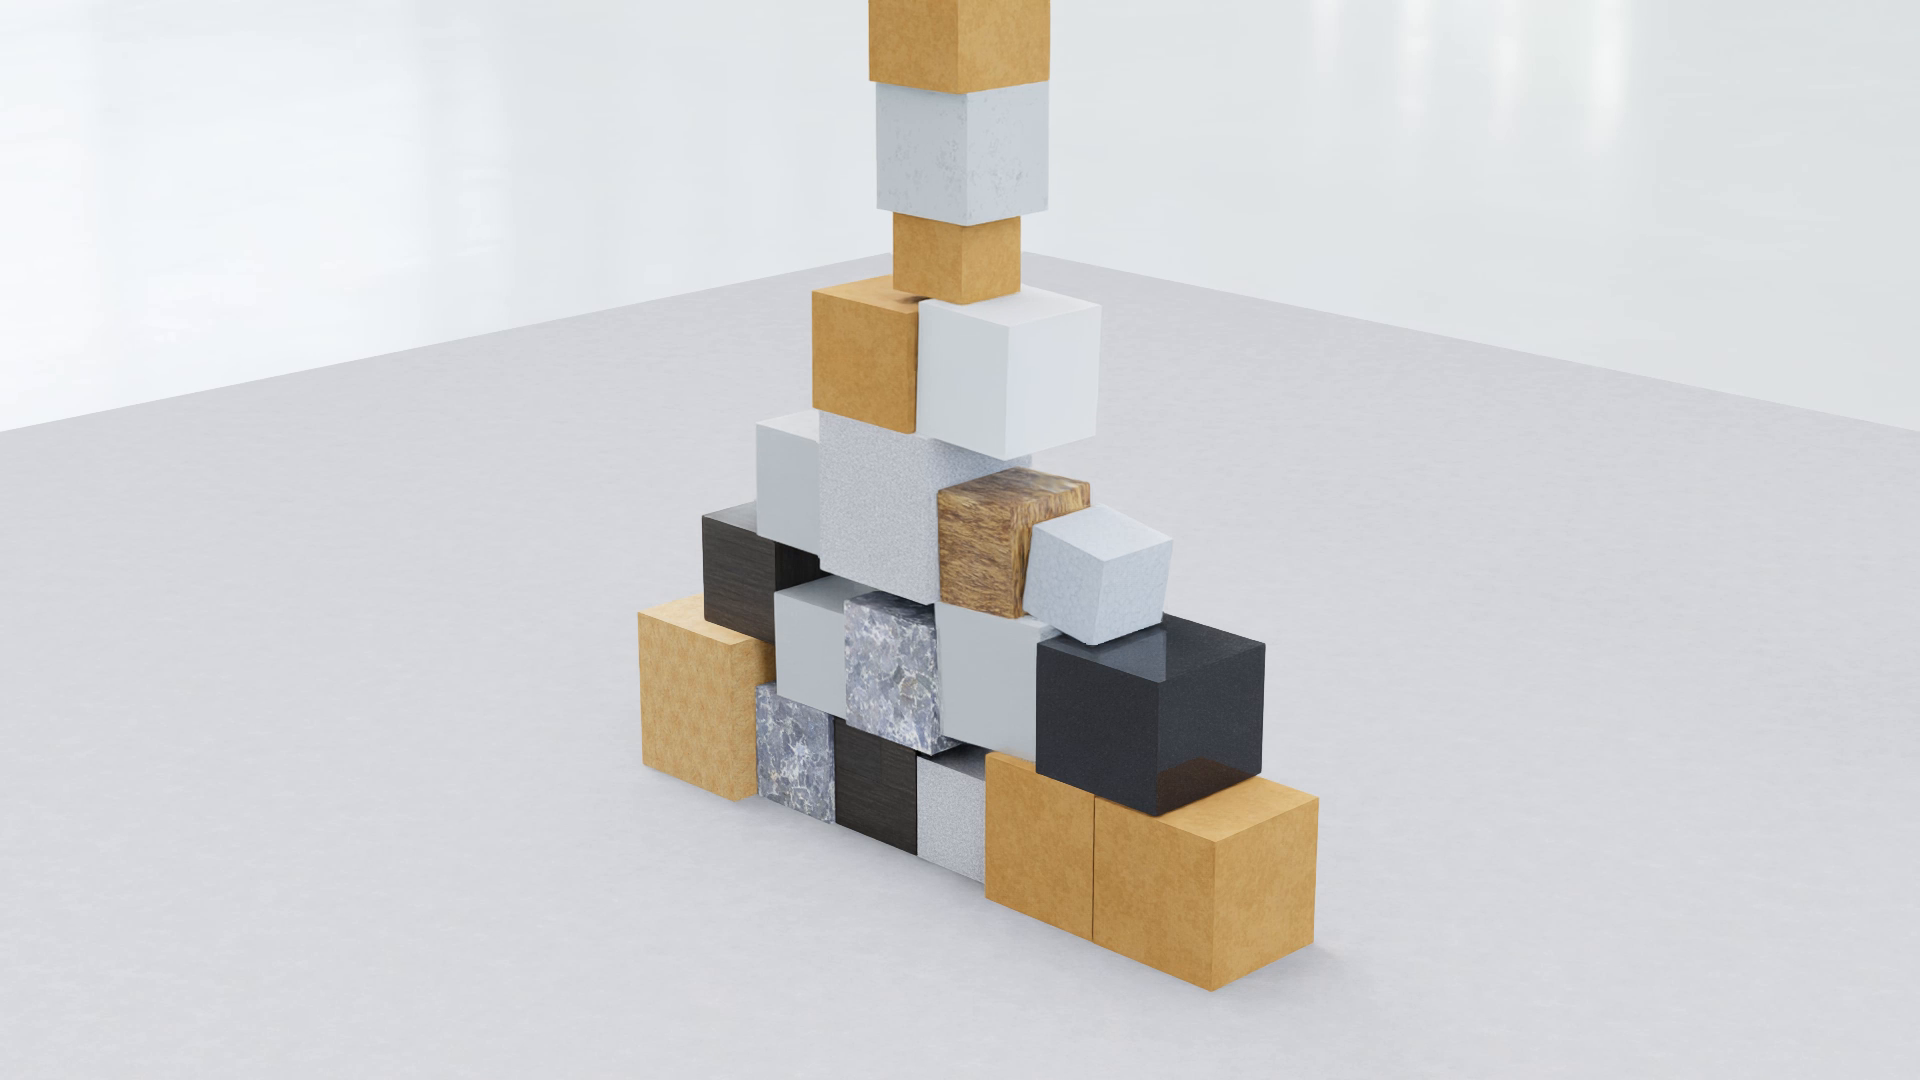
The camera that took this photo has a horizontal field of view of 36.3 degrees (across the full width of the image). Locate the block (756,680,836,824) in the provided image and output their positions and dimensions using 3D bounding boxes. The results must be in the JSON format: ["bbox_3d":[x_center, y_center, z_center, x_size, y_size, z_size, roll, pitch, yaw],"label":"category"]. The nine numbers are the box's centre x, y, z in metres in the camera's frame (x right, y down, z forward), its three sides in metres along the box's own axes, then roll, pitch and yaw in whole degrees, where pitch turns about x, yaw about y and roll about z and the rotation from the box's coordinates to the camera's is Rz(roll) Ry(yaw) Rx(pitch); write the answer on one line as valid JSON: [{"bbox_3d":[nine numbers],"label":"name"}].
[{"bbox_3d":[-0.611,0.975,14.300,0.558,0.565,0.521,-17,24,-42],"label":"block"}]

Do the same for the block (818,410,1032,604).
[{"bbox_3d":[-0.158,-0.223,13.439,0.673,0.766,0.702,-17,24,-42],"label":"block"}]

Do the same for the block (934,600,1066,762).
[{"bbox_3d":[0.319,0.574,13.173,0.545,0.626,0.646,-17,21,-42],"label":"block"}]

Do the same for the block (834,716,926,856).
[{"bbox_3d":[-0.223,1.087,13.934,0.505,0.570,0.552,-17,24,-42],"label":"block"}]

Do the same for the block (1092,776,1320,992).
[{"bbox_3d":[1.059,1.428,12.663,0.683,0.682,0.675,-17,24,-42],"label":"block"}]

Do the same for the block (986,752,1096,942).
[{"bbox_3d":[0.581,1.281,13.115,0.670,0.692,0.653,-17,24,-42],"label":"block"}]

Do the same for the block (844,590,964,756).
[{"bbox_3d":[-0.119,0.564,13.622,0.603,0.610,0.568,-17,23,-42],"label":"block"}]

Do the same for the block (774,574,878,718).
[{"bbox_3d":[-0.493,0.490,14.025,0.566,0.518,0.534,-17,23,-42],"label":"block"}]

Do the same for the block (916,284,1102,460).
[{"bbox_3d":[0.212,-0.752,12.884,0.580,0.594,0.547,-17,26,-42],"label":"block"}]

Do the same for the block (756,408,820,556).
[{"bbox_3d":[-0.582,-0.293,13.862,0.575,0.552,0.496,-17,24,-42],"label":"block"}]

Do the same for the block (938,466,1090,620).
[{"bbox_3d":[0.247,0.011,13.069,0.510,0.518,0.449,-18,23,-42],"label":"block"}]

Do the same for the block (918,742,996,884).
[{"bbox_3d":[0.175,1.237,13.574,0.516,0.501,0.538,-17,24,-42],"label":"block"}]

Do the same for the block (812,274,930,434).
[{"bbox_3d":[-0.210,-0.867,13.297,0.684,0.545,0.619,-17,24,-42],"label":"block"}]

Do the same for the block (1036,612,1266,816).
[{"bbox_3d":[0.823,0.731,12.712,0.695,0.599,0.701,-17,24,-42],"label":"block"}]

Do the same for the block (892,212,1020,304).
[{"bbox_3d":[-0.014,-1.276,12.930,0.367,0.358,0.430,-17,24,-42],"label":"block"}]

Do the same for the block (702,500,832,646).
[{"bbox_3d":[-0.884,0.139,14.304,0.516,0.539,0.534,-17,24,-42],"label":"block"}]

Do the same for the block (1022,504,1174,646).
[{"bbox_3d":[0.598,0.149,12.774,0.445,0.407,0.425,-17,34,-42],"label":"block"}]

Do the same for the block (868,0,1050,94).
[{"bbox_3d":[-0.003,-2.252,12.637,0.564,0.544,0.546,-17,24,-42],"label":"block"}]

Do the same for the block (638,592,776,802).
[{"bbox_3d":[-1.063,0.730,14.672,0.807,0.810,0.704,-17,24,-42],"label":"block"}]

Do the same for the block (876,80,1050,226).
[{"bbox_3d":[0.009,-1.726,12.815,0.504,0.568,0.563,-17,24,-42],"label":"block"}]
